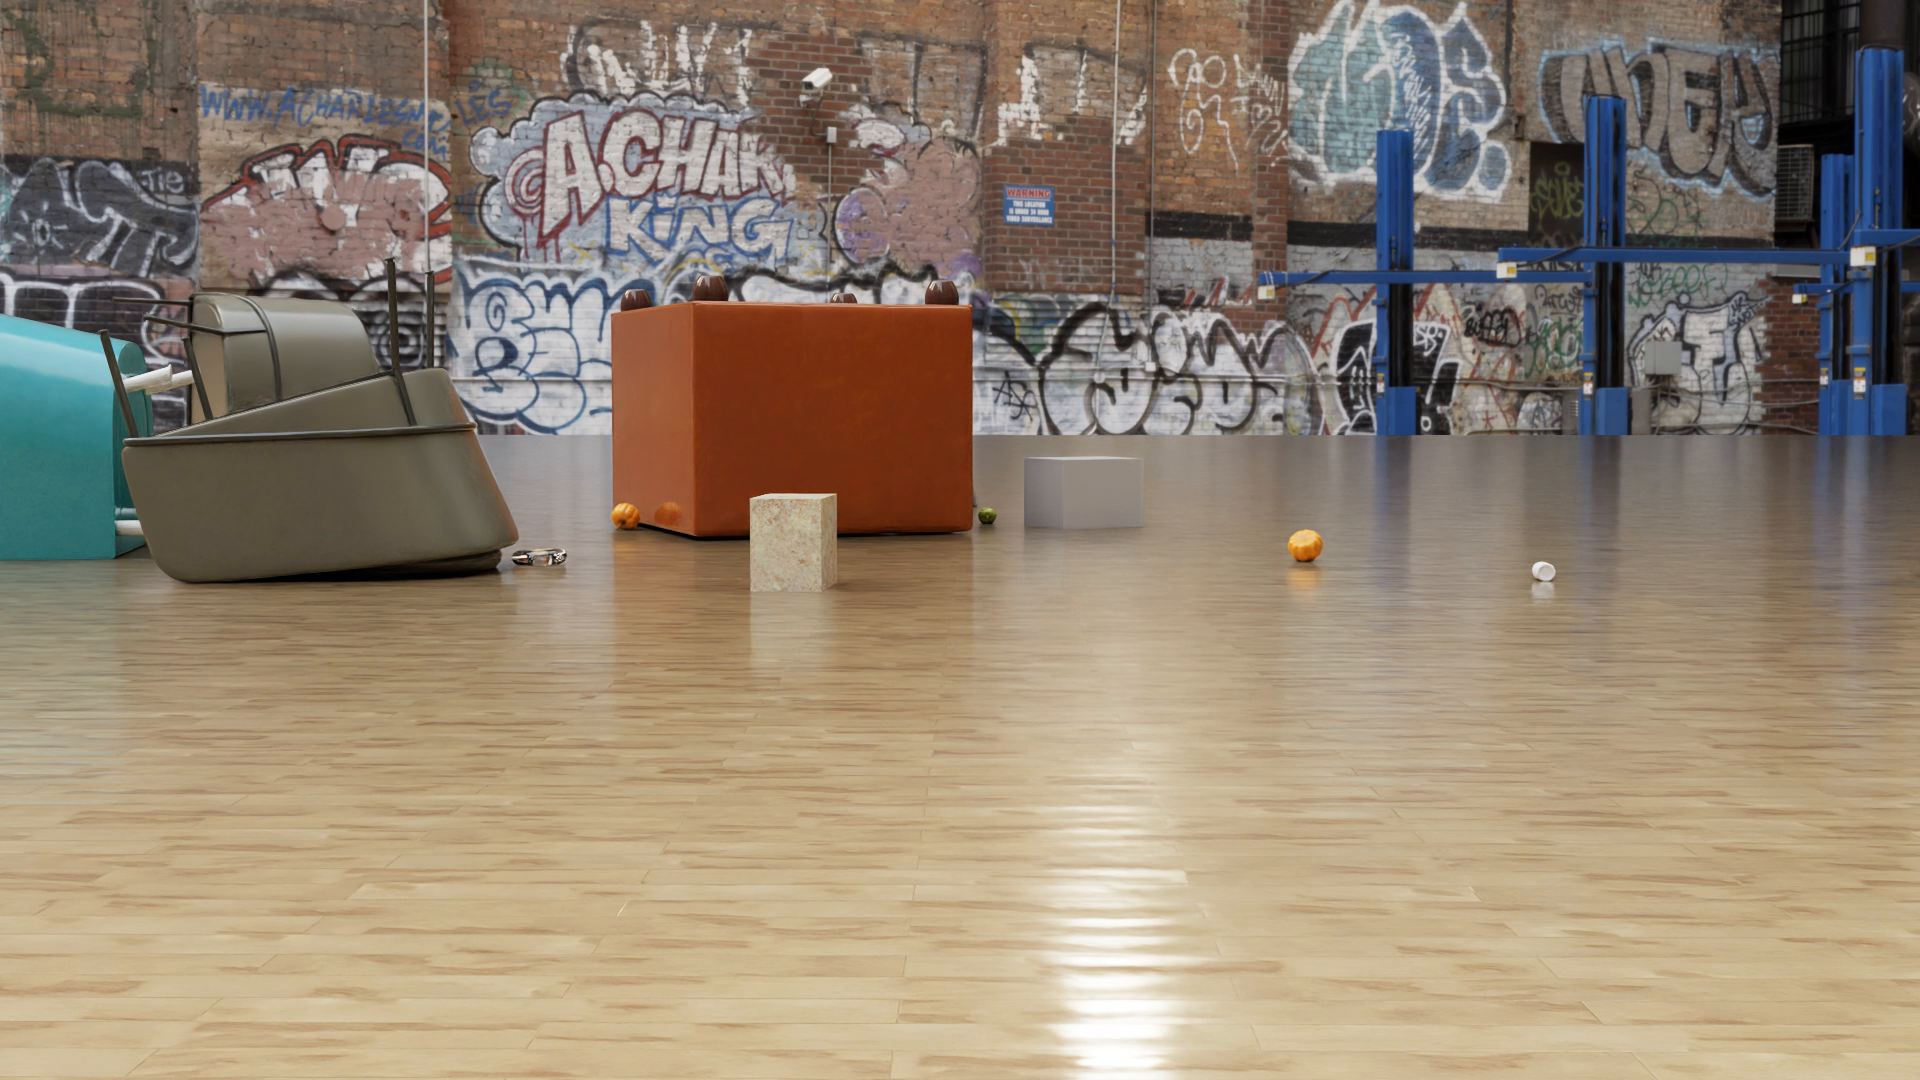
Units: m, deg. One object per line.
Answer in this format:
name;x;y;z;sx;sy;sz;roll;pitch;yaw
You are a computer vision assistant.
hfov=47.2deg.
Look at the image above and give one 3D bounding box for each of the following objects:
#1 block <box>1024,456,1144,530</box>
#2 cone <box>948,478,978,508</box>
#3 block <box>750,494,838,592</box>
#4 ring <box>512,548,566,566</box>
block;0.405;-0.157;7.212;0.303;0.223;0.255;-2;4;-28
cone;0.032;-0.153;8.364;0.090;0.143;0.179;39;7;-7
block;-0.375;0.004;4.988;0.159;0.206;0.238;0;4;5
ring;-1.077;0.043;5.634;0.128;0.039;0.148;2;5;38
